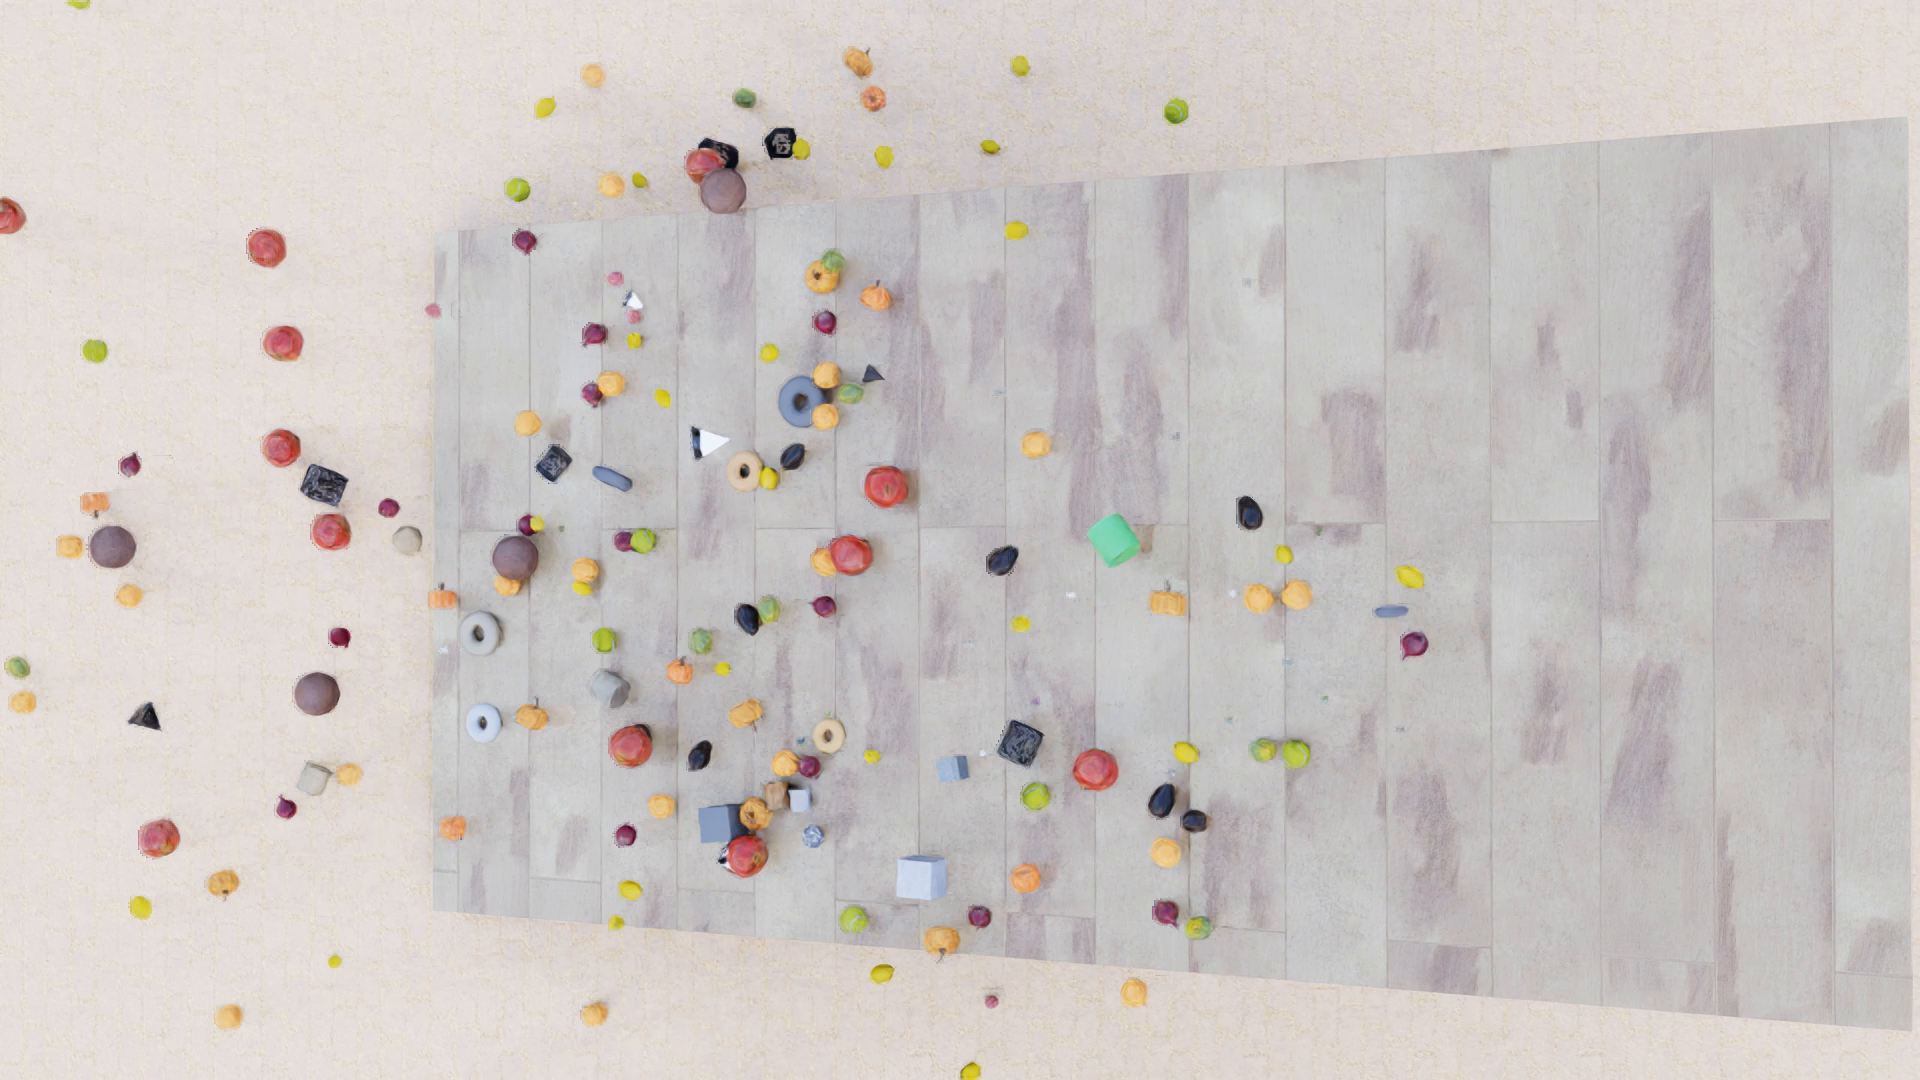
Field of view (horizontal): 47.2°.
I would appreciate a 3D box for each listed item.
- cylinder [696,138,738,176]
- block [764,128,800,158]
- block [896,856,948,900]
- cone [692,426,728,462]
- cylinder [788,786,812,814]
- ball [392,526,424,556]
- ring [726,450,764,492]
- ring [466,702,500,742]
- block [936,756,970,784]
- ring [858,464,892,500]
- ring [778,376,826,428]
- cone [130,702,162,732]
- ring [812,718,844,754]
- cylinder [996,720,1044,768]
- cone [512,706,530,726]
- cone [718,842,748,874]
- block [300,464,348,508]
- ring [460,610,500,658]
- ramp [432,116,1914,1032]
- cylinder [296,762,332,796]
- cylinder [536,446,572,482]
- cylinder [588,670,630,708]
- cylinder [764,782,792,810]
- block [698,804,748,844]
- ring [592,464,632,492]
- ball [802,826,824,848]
[{"bbox_3d":[-0.721,-1.137,6.529,0.090,0.090,0.090,9,89,-43],"label":"cylinder"},{"bbox_3d":[-0.529,-1.178,6.529,0.066,0.066,0.066,5,132,27],"label":"block"},{"bbox_3d":[-0.099,0.882,5.752,0.096,0.096,0.096,2,90,25],"label":"block"},{"bbox_3d":[-0.684,-0.271,6.065,0.099,0.099,0.099,-7,89,-2],"label":"cone"},{"bbox_3d":[-0.429,0.701,5.927,0.057,0.057,0.057,-10,96,0],"label":"cylinder"},{"bbox_3d":[-1.627,0.000,6.477,0.088,0.088,0.088,0,89,0],"label":"ball"},{"bbox_3d":[-0.589,-0.188,6.024,0.114,0.038,0.114,-1,88,26],"label":"ring"},{"bbox_3d":[-1.383,0.530,6.383,0.116,0.039,0.116,0,89,26],"label":"ring"},{"bbox_3d":[-0.019,0.598,5.738,0.060,0.060,0.060,-12,84,24],"label":"block"},{"bbox_3d":[-0.226,-0.156,5.857,0.098,0.033,0.098,-1,87,21],"label":"ring"},{"bbox_3d":[-0.427,-0.374,5.945,0.141,0.047,0.141,1,92,21],"label":"ring"},{"bbox_3d":[-2.411,0.543,6.554,0.087,0.087,0.087,-40,116,0],"label":"cone"},{"bbox_3d":[-0.352,0.526,5.909,0.095,0.032,0.095,-1,88,25],"label":"ring"},{"bbox_3d":[0.153,0.521,5.612,0.094,0.094,0.094,24,81,0],"label":"cylinder"},{"bbox_3d":[-1.274,0.508,6.325,0.054,0.054,0.054,0,89,25],"label":"cone"},{"bbox_3d":[-0.639,0.874,6.006,0.089,0.089,0.089,0,89,25],"label":"cone"},{"bbox_3d":[-1.884,-0.163,6.515,0.089,0.089,0.089,21,93,-41],"label":"block"},{"bbox_3d":[-1.395,0.273,6.388,0.136,0.045,0.136,2,94,26],"label":"ring"},{"bbox_3d":[0.282,0.082,5.692,4.000,0.100,2.000,0,89,25],"label":"ramp"},{"bbox_3d":[-1.918,0.711,6.529,0.076,0.076,0.076,25,89,0],"label":"cylinder"},{"bbox_3d":[-1.157,-0.218,6.267,0.072,0.072,0.072,43,109,0],"label":"cylinder"},{"bbox_3d":[-0.984,0.419,6.175,0.081,0.081,0.081,29,89,23],"label":"cylinder"},{"bbox_3d":[-0.495,0.691,5.951,0.070,0.070,0.070,-6,86,0],"label":"cylinder"},{"bbox_3d":[-0.647,0.774,6.009,0.094,0.094,0.094,-8,86,25],"label":"block"},{"bbox_3d":[-0.973,-0.173,6.152,0.120,0.120,0.040,29,96,0],"label":"ring"},{"bbox_3d":[-0.395,0.798,5.910,0.060,0.060,0.060,0,89,0],"label":"ball"}]
